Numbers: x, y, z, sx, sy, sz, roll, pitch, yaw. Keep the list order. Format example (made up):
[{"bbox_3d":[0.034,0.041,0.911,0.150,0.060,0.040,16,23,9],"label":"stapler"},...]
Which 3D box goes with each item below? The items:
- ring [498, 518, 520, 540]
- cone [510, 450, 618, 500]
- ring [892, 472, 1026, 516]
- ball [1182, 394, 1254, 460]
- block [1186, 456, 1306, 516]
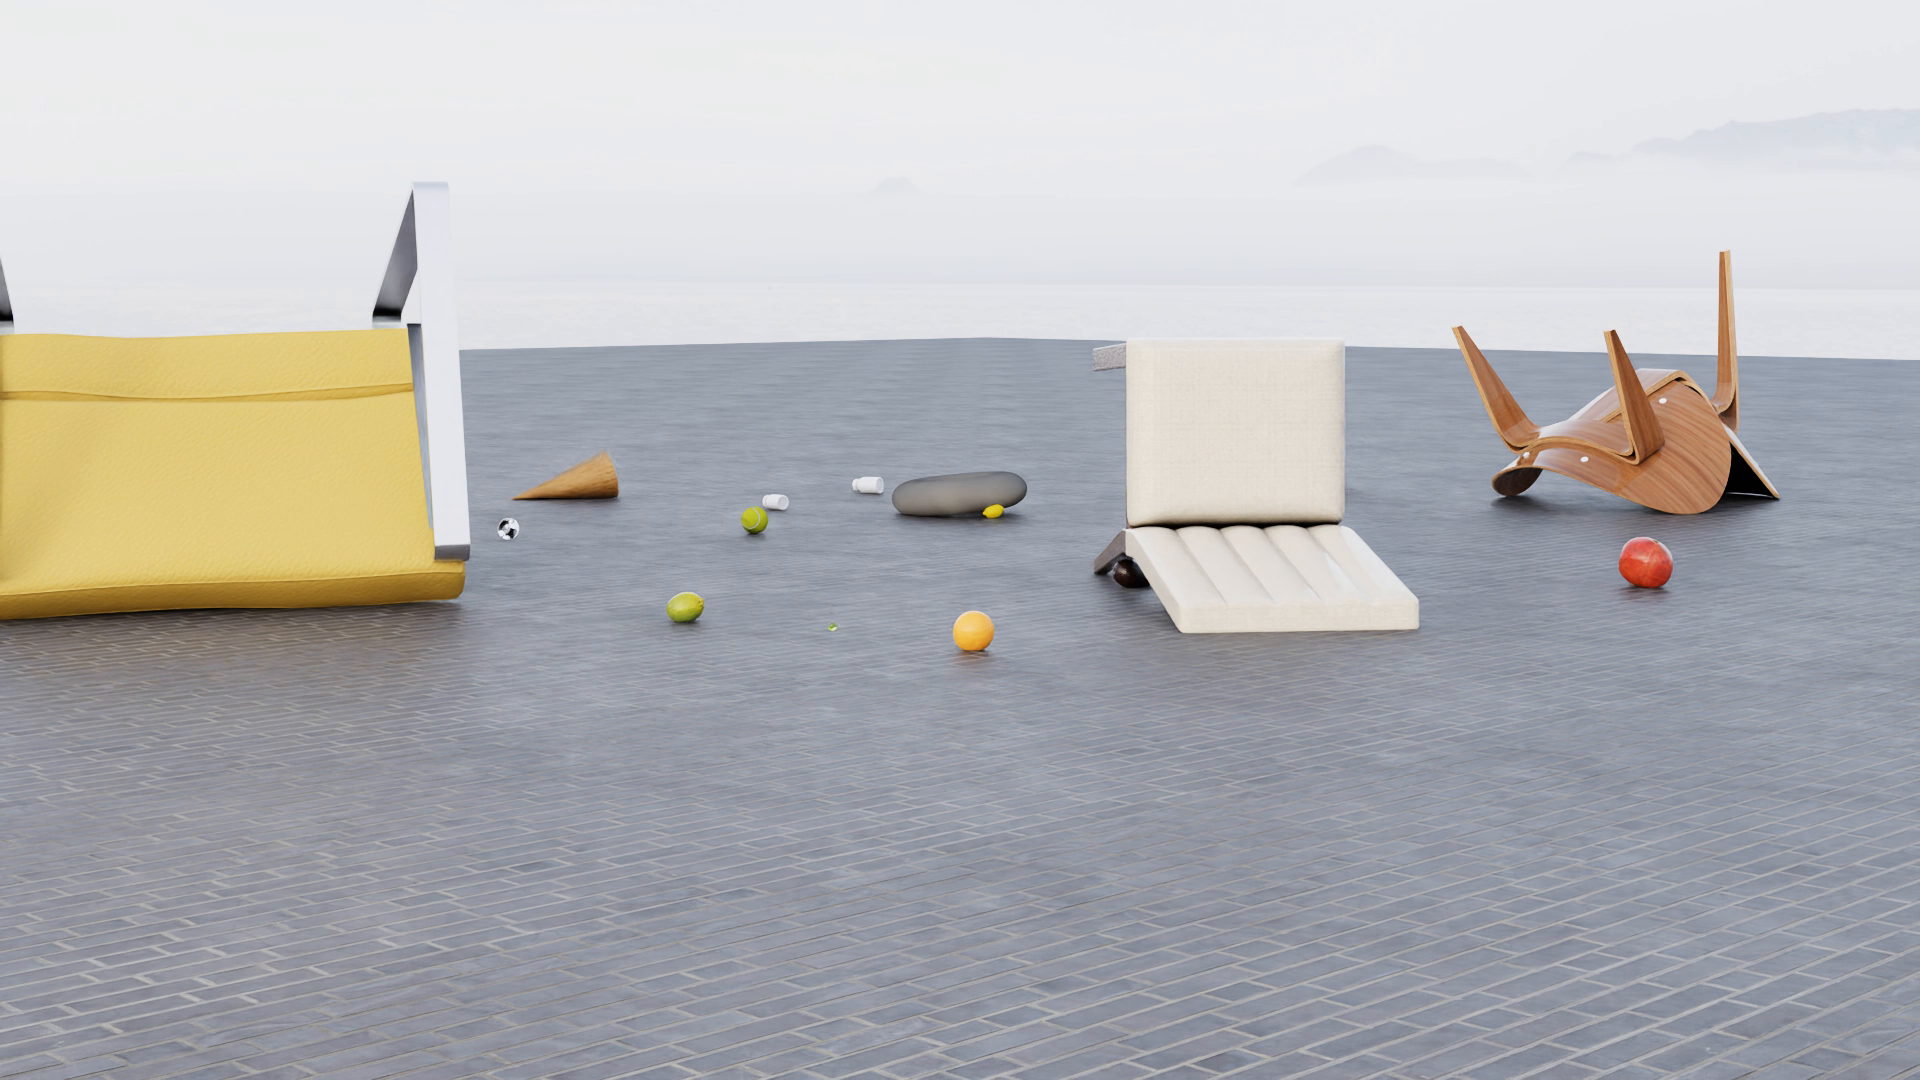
[{"bbox_3d":[-1.132,-0.028,6.432,0.049,0.055,0.039,19,-1,21],"label":"ring"},{"bbox_3d":[-1.187,-0.158,7.604,0.308,0.142,0.214,-16,11,-17],"label":"cone"},{"bbox_3d":[-0.002,-0.129,7.121,0.381,0.097,0.343,-4,5,16],"label":"ring"},{"bbox_3d":[0.893,-0.381,8.906,0.248,0.248,0.248,0,6,0],"label":"ball"},{"bbox_3d":[0.808,-0.156,7.240,0.195,0.141,0.298,5,8,42],"label":"block"}]
